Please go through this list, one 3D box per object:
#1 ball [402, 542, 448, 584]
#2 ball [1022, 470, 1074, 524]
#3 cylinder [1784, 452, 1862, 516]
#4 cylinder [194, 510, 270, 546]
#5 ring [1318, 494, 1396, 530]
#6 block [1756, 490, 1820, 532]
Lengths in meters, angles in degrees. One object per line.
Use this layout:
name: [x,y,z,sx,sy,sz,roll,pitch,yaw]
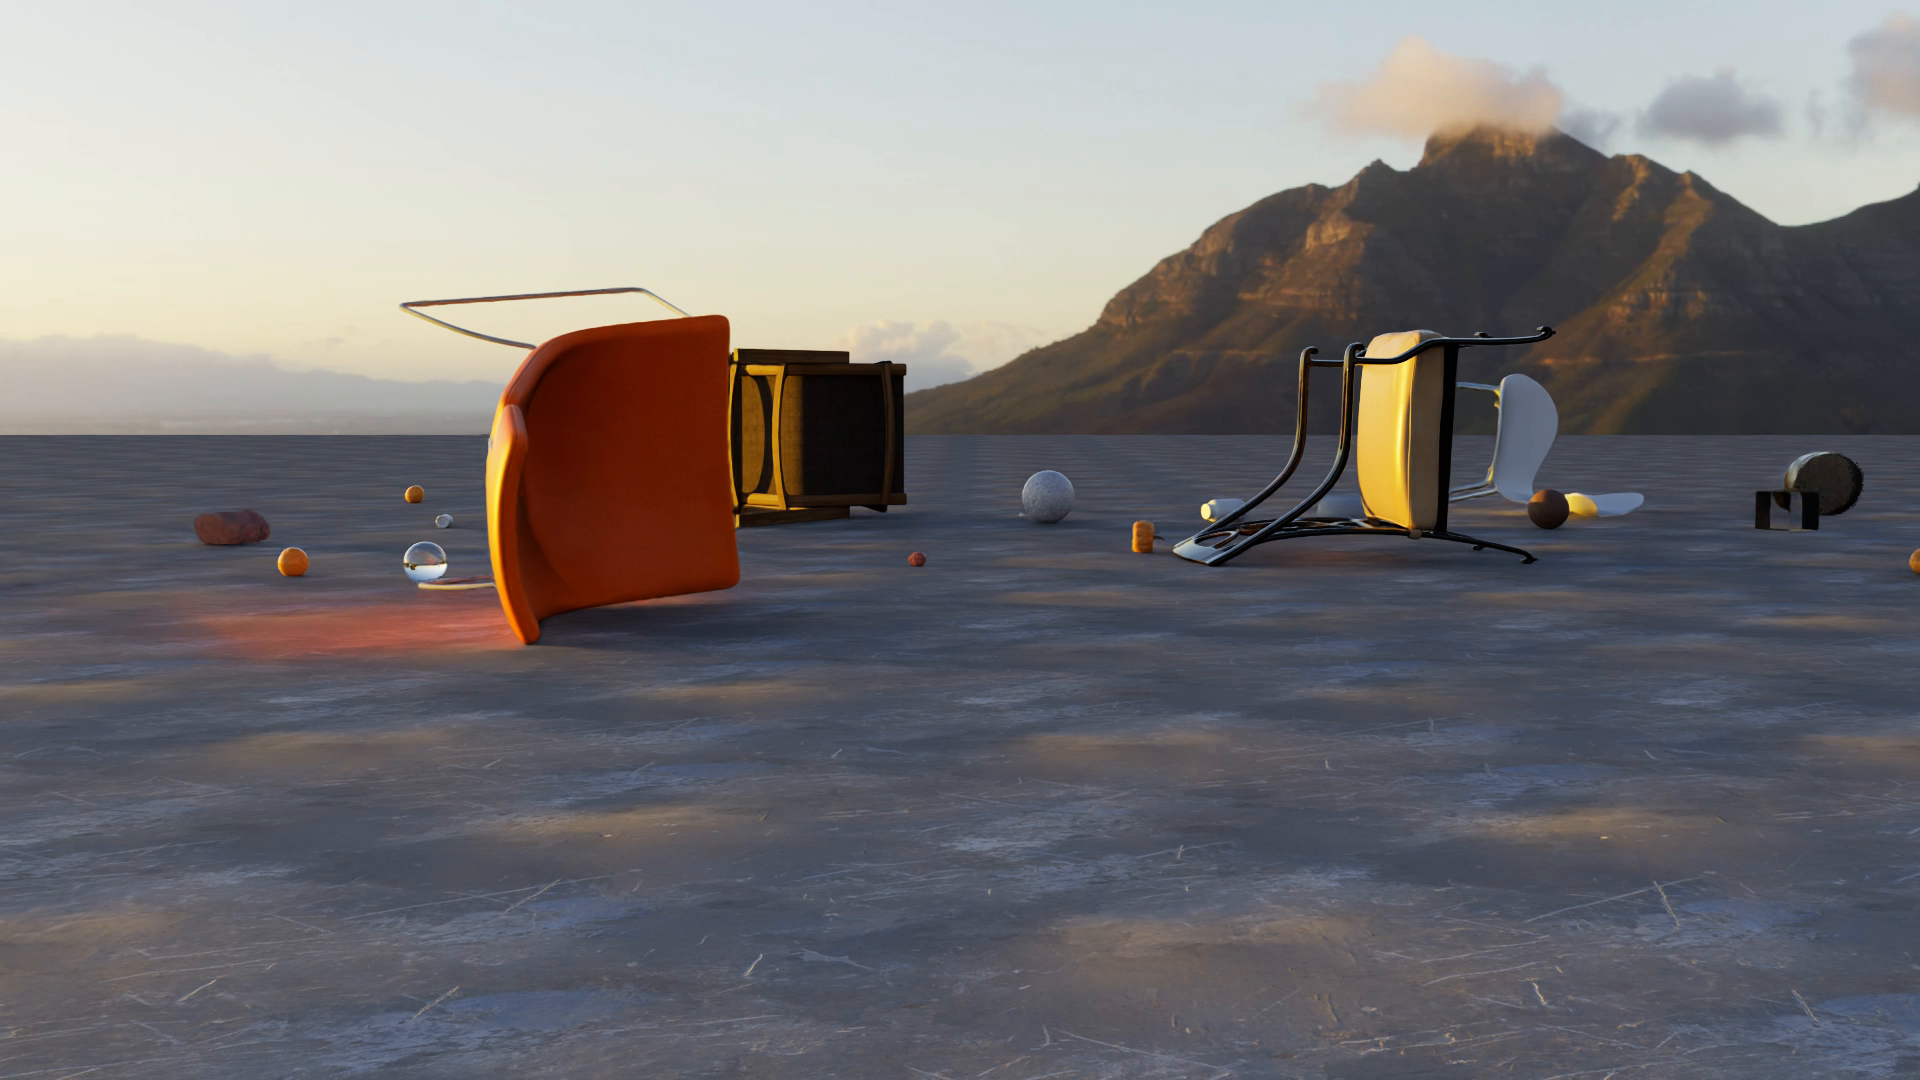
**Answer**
ball: [-1.226,0.053,5.044,0.099,0.099,0.099,0,4,0]
ball: [0.296,-0.144,7.360,0.177,0.177,0.177,0,4,0]
cylinder: [3.074,-0.200,7.838,0.235,0.220,0.160,-28,0,8]
cylinder: [-2.115,-0.035,6.392,0.138,0.088,0.163,15,9,21]
ring: [1.283,-0.090,7.109,0.226,0.105,0.399,4,5,31]
block: [2.644,-0.094,7.029,0.128,0.122,0.141,-2,4,-27]
